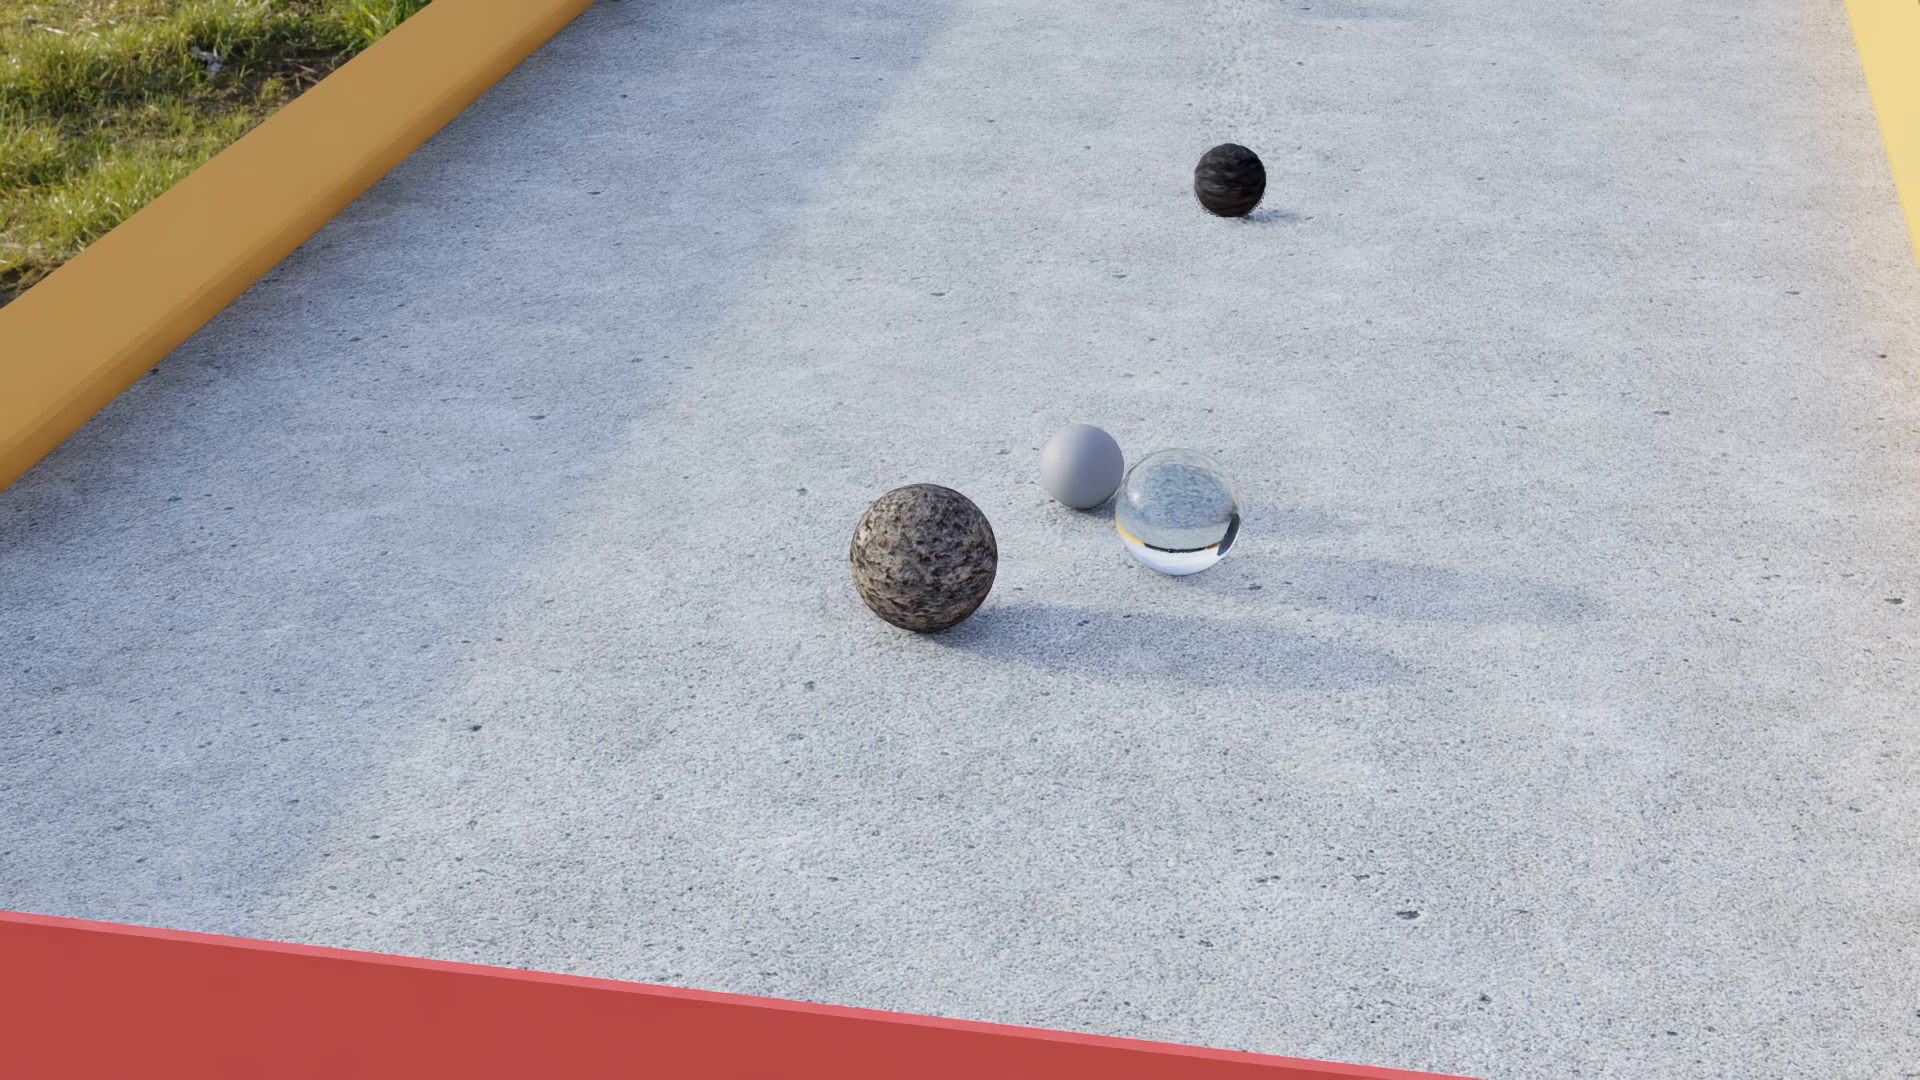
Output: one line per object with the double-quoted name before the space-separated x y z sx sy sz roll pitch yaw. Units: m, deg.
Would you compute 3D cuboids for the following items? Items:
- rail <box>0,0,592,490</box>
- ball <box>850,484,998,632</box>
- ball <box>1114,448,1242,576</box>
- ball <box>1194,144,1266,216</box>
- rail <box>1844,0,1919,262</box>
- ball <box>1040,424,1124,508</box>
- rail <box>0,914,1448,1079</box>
"rail" -0.531 -0.350 2.599 0.045 0.122 2.630 5 26 10
"ball" -0.023 0.011 1.864 0.094 0.094 0.094 0 25 0
"ball" 0.144 -0.018 1.939 0.085 0.085 0.085 0 25 0
"ball" 0.239 -0.319 2.604 0.064 0.064 0.064 0 25 0
"rail" 0.788 -0.238 2.361 0.045 0.122 2.630 5 26 10
"ball" 0.085 -0.051 2.039 0.059 0.059 0.059 0 25 0
"rail" -0.124 0.243 1.333 1.393 0.122 0.045 5 26 10
